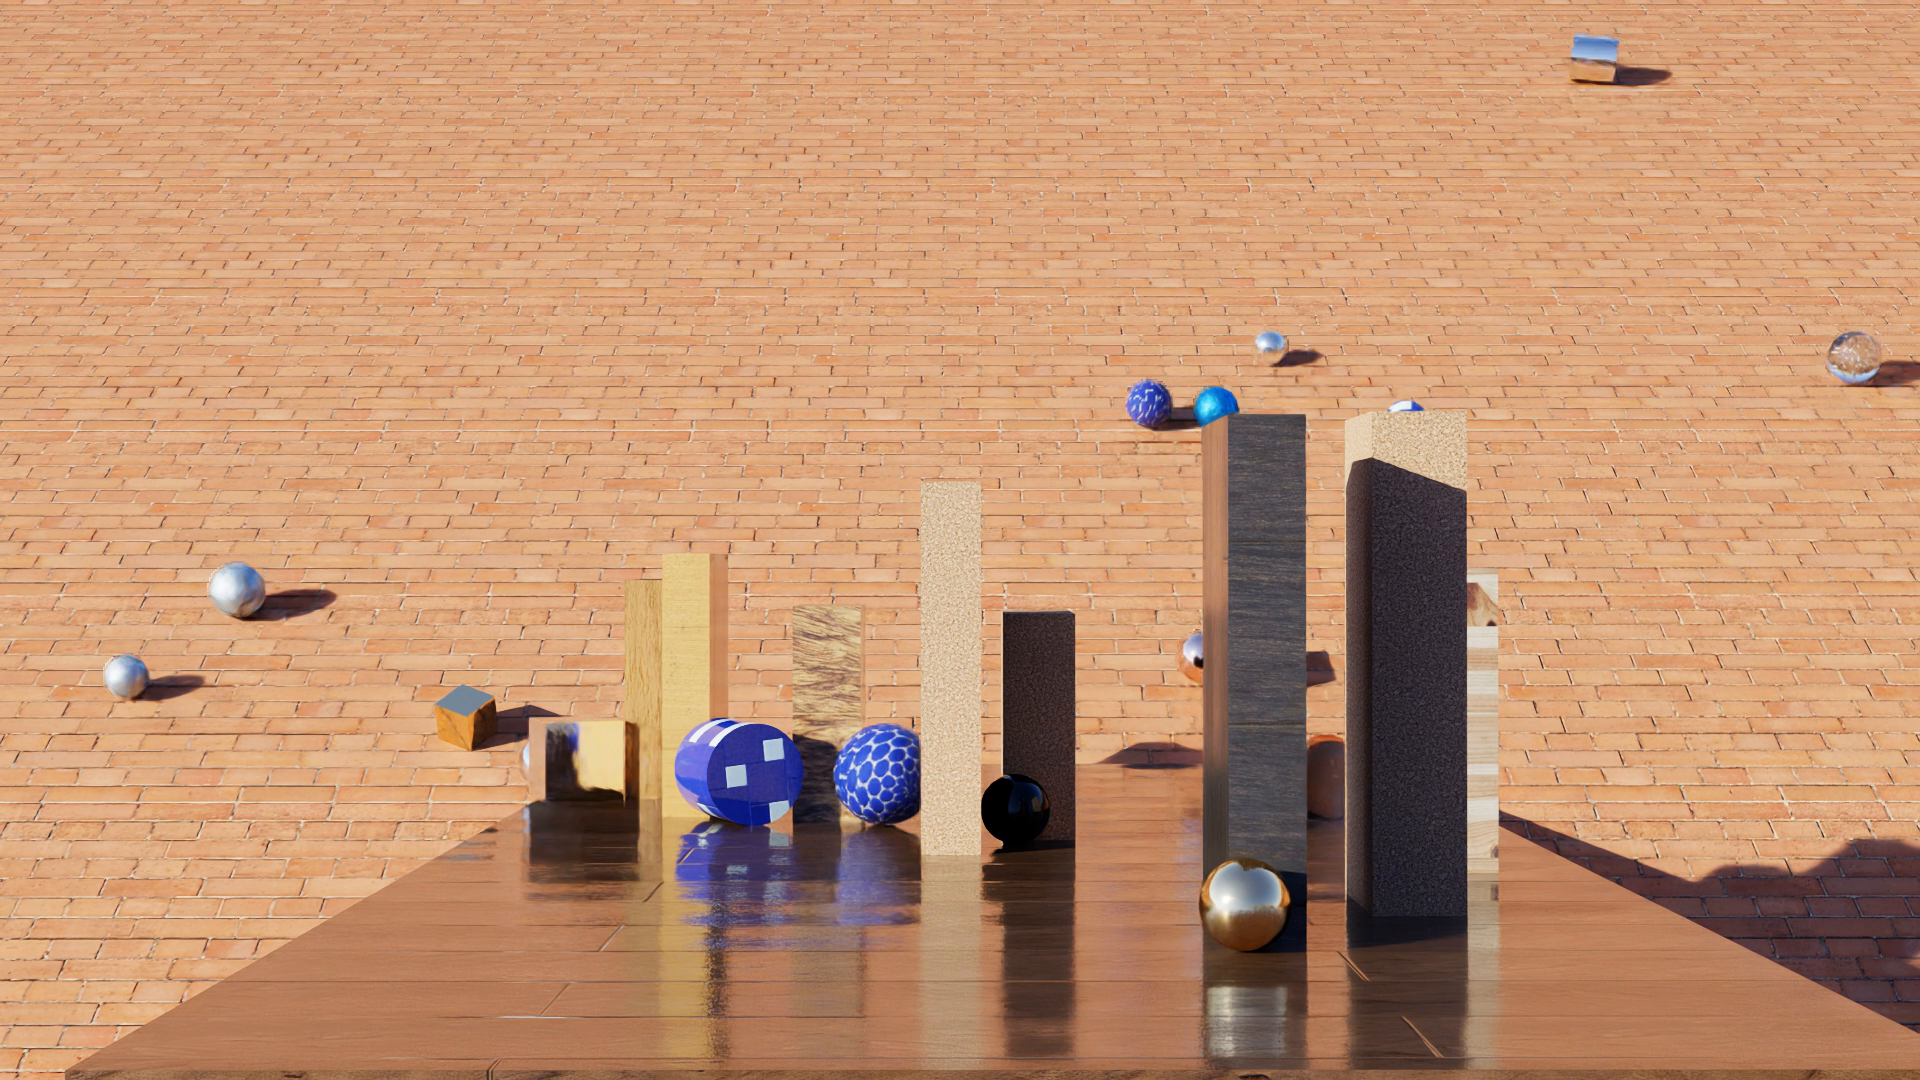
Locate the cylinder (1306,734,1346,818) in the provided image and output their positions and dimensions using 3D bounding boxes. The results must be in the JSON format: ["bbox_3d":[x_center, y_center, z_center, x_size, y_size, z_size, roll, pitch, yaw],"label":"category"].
[{"bbox_3d":[0.765,0.490,5.382,0.158,0.158,0.158,2,0,4],"label":"cylinder"}]

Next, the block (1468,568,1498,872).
[{"bbox_3d":[0.866,0.306,4.591,0.085,0.514,0.435,0,0,0],"label":"block"}]

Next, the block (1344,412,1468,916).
[{"bbox_3d":[0.683,0.184,3.981,0.141,0.749,0.271,0,0,0],"label":"block"}]

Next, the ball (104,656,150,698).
[{"bbox_3d":[-2.277,0.375,7.078,0.117,0.117,0.117,0,31,0],"label":"ball"}]

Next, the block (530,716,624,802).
[{"bbox_3d":[-0.851,0.485,5.748,0.174,0.174,0.174,0,0,-20],"label":"block"}]

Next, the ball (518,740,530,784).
[{"bbox_3d":[-0.971,0.521,6.080,0.132,0.132,0.132,0,31,0],"label":"ball"}]

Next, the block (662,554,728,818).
[{"bbox_3d":[-0.563,0.300,5.537,0.097,0.541,0.435,0,0,0],"label":"block"}]

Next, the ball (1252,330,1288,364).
[{"bbox_3d":[1.051,-0.652,8.782,0.117,0.117,0.117,0,31,0],"label":"ball"}]

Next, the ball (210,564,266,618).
[{"bbox_3d":[-2.069,0.145,7.422,0.155,0.155,0.155,0,31,0],"label":"ball"}]

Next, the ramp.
[{"bbox_3d":[0.069,0.614,4.689,2.000,0.100,4.000,0,0,0],"label":"ramp"}]

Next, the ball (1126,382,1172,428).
[{"bbox_3d":[0.614,-0.439,8.395,0.151,0.151,0.151,0,31,0],"label":"ball"}]

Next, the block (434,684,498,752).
[{"bbox_3d":[-1.318,0.475,6.917,0.113,0.113,0.113,17,35,26],"label":"block"}]

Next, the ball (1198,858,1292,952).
[{"bbox_3d":[0.386,0.493,3.501,0.126,0.126,0.126,0,31,0],"label":"ball"}]

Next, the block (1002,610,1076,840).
[{"bbox_3d":[0.151,0.354,5.055,0.134,0.426,0.344,0,0,0],"label":"block"}]

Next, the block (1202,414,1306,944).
[{"bbox_3d":[0.423,0.192,3.753,0.108,0.730,0.375,0,0,0],"label":"block"}]

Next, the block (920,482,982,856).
[{"bbox_3d":[-0.016,0.231,4.801,0.107,0.669,0.327,0,0,0],"label":"block"}]

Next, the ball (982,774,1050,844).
[{"bbox_3d":[0.103,0.500,4.817,0.130,0.130,0.130,0,31,0],"label":"ball"}]

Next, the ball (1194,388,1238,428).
[{"bbox_3d":[0.829,-0.422,8.374,0.144,0.144,0.144,0,31,0],"label":"ball"}]

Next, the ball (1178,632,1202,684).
[{"bbox_3d":[0.672,0.323,7.137,0.145,0.145,0.145,0,31,0],"label":"ball"}]

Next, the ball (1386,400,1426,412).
[{"bbox_3d":[1.430,-0.379,8.306,0.140,0.140,0.140,0,31,0],"label":"ball"}]

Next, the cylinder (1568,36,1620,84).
[{"bbox_3d":[2.697,-2.045,11.015,0.186,0.186,0.186,8,32,14],"label":"cylinder"}]

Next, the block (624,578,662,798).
[{"bbox_3d":[-0.694,0.331,5.903,0.095,0.483,0.365,0,0,0],"label":"block"}]

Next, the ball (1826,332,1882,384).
[{"bbox_3d":[2.990,-0.610,8.656,0.175,0.175,0.175,0,31,0],"label":"ball"}]

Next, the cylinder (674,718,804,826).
[{"bbox_3d":[-0.449,0.467,5.236,0.204,0.204,0.204,-15,6,-24],"label":"cylinder"}]

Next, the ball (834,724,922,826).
[{"bbox_3d":[-0.150,0.467,5.152,0.202,0.202,0.202,0,31,0],"label":"ball"}]

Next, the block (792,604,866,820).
[{"bbox_3d":[-0.270,0.352,5.386,0.137,0.434,0.292,0,0,0],"label":"block"}]
